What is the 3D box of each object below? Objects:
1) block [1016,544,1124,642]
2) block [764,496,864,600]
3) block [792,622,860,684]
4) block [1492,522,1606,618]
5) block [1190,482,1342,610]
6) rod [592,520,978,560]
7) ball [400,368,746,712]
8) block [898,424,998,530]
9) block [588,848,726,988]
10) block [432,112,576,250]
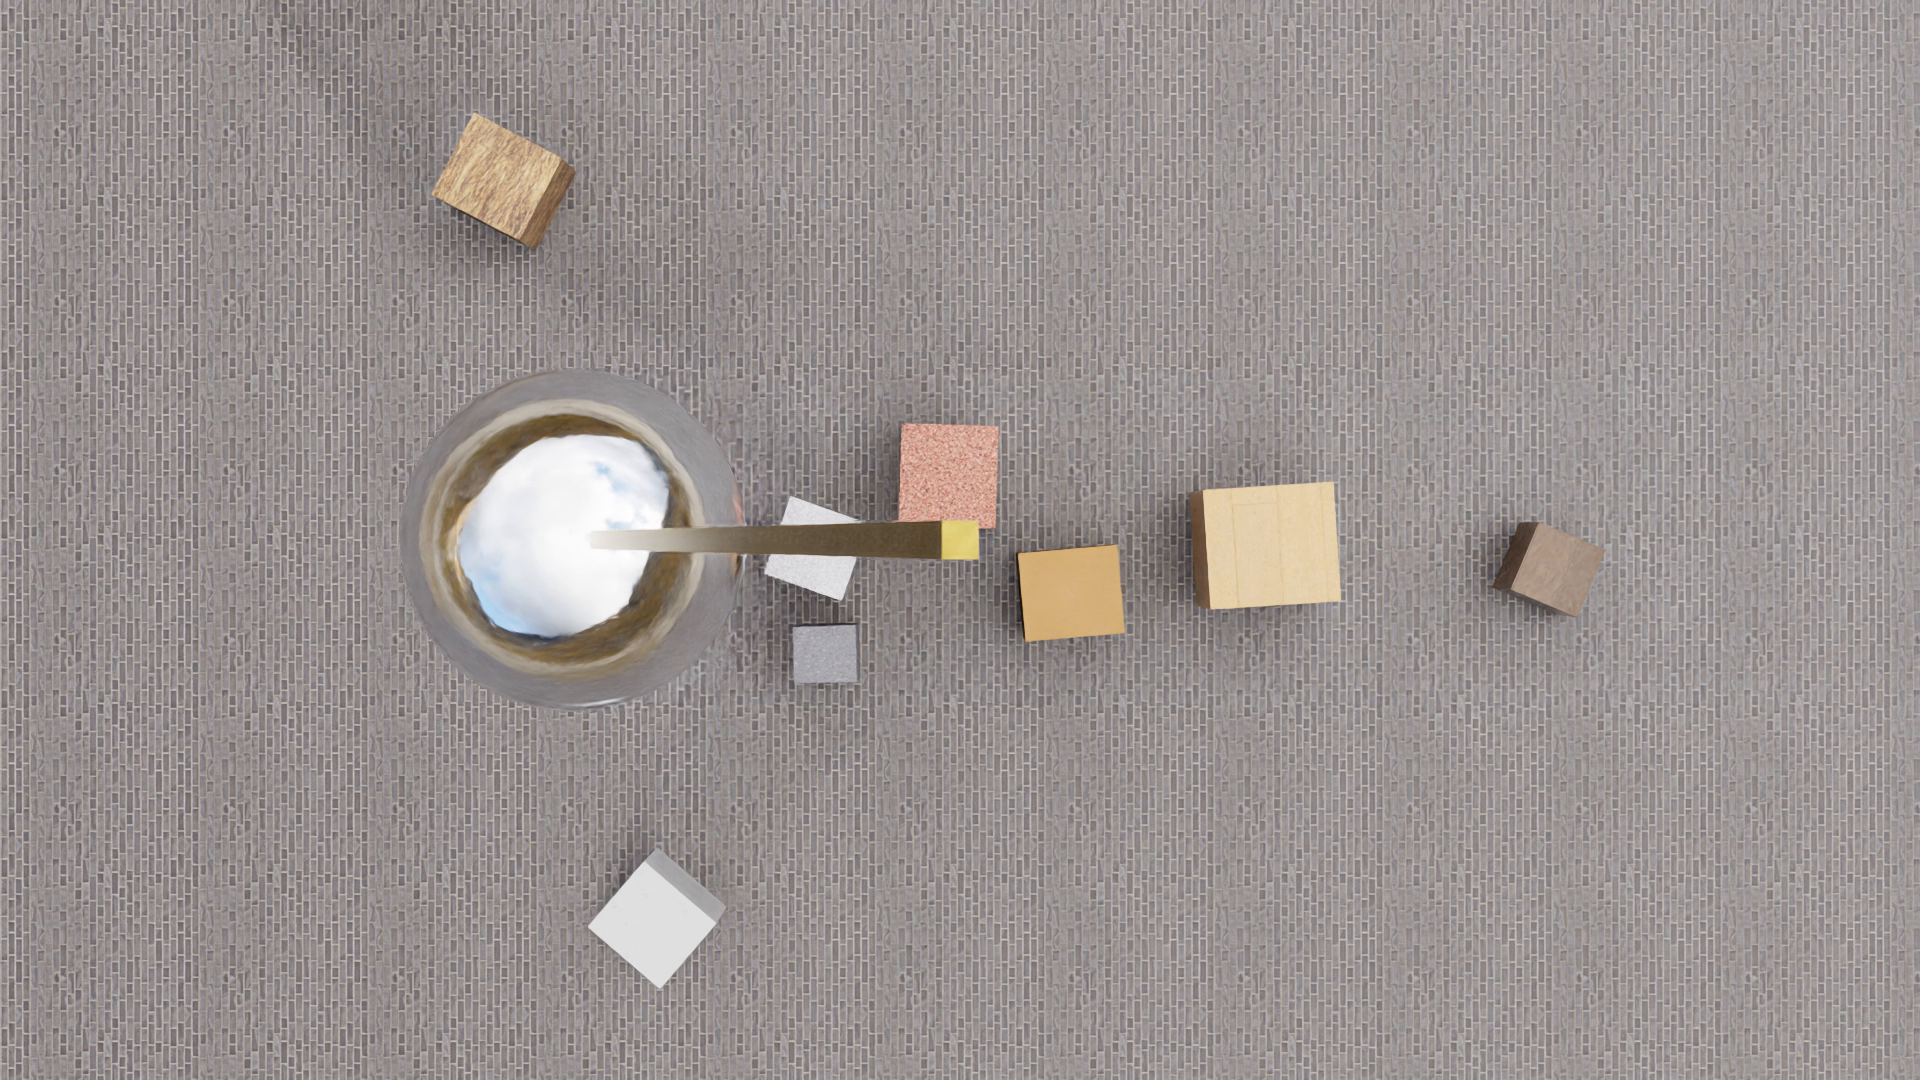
[{"bbox_3d":[0.632,0.302,12.735,0.566,0.529,0.502,-5,90,0],"label":"block"},{"bbox_3d":[-0.820,0.049,12.765,0.471,0.471,0.466,19,90,0],"label":"block"},{"bbox_3d":[-0.774,0.655,12.796,0.360,0.409,0.324,-1,90,0],"label":"block"},{"bbox_3d":[3.417,0.170,12.783,0.413,0.435,0.418,23,90,0],"label":"block"},{"bbox_3d":[1.739,0.031,12.627,0.729,0.745,0.667,-4,90,0],"label":"block"},{"bbox_3d":[-0.780,0.000,7.066,0.080,5.200,0.080,0,90,-17],"label":"rod"},{"bbox_3d":[-1.801,0.000,10.309,1.600,1.600,1.600,0,90,0],"label":"ball"},{"bbox_3d":[-0.064,-0.363,12.723,0.547,0.555,0.580,2,90,0],"label":"block"},{"bbox_3d":[-1.742,2.178,12.720,0.541,0.561,0.490,41,90,0],"label":"block"},{"bbox_3d":[-2.639,-2.072,12.764,0.564,0.473,0.527,28,90,0],"label":"block"}]
